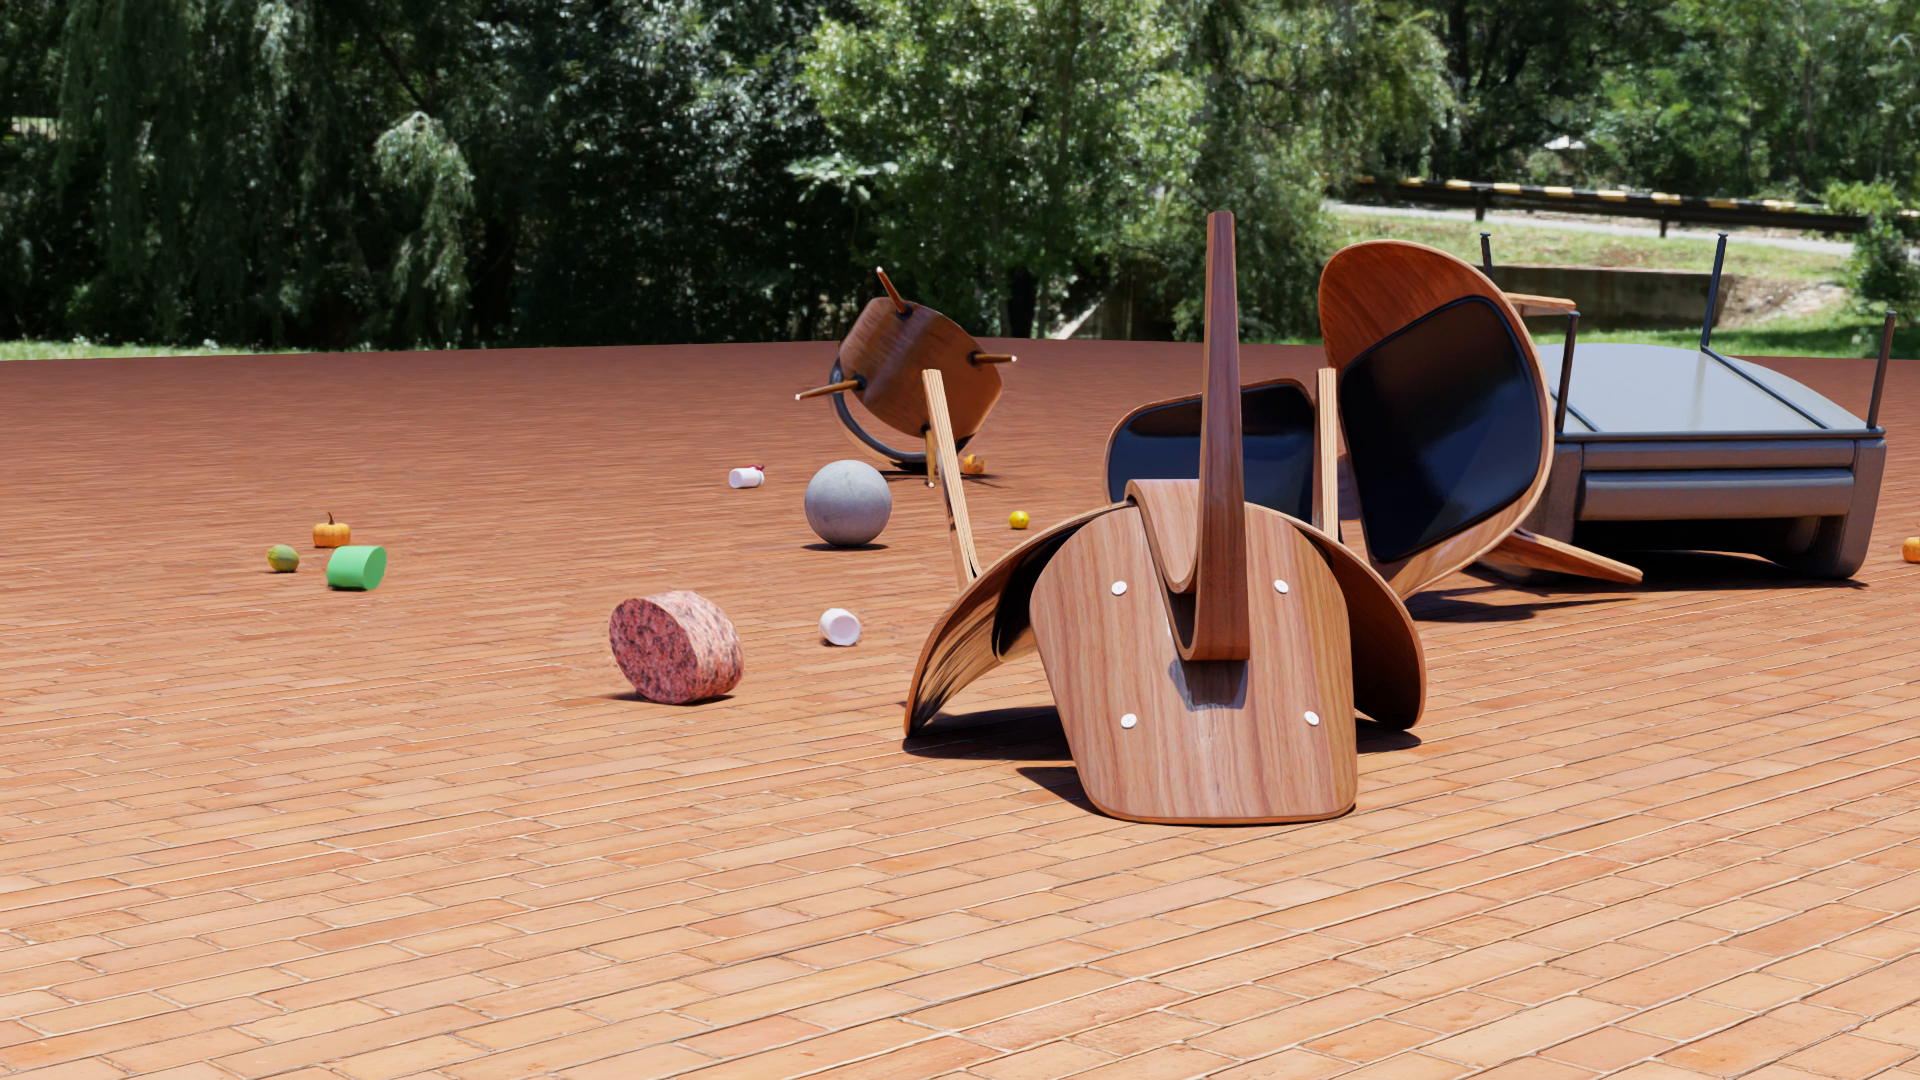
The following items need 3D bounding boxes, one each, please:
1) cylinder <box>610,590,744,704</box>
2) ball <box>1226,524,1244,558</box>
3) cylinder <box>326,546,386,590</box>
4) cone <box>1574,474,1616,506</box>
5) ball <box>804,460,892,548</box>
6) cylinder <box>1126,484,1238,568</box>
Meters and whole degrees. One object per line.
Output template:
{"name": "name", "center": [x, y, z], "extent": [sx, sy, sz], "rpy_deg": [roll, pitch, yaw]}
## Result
{"name": "cylinder", "center": [-0.443, 0.166, 4.012], "extent": [0.191, 0.137, 0.122], "rpy_deg": [46, 25, 18]}
{"name": "ball", "center": [0.622, -0.004, 6.011], "extent": [0.090, 0.090, 0.090], "rpy_deg": [0, 6, 0]}
{"name": "cylinder", "center": [-1.273, 0.059, 5.414], "extent": [0.087, 0.072, 0.105], "rpy_deg": [2, 47, 20]}
{"name": "cone", "center": [1.794, -0.120, 7.354], "extent": [0.095, 0.101, 0.157], "rpy_deg": [-31, 15, -14]}
{"name": "ball", "center": [-0.271, -0.089, 6.233], "extent": [0.213, 0.213, 0.213], "rpy_deg": [0, 6, 0]}
{"name": "cylinder", "center": [0.501, -0.031, 5.804], "extent": [0.160, 0.181, 0.213], "rpy_deg": [-4, -18, -34]}
